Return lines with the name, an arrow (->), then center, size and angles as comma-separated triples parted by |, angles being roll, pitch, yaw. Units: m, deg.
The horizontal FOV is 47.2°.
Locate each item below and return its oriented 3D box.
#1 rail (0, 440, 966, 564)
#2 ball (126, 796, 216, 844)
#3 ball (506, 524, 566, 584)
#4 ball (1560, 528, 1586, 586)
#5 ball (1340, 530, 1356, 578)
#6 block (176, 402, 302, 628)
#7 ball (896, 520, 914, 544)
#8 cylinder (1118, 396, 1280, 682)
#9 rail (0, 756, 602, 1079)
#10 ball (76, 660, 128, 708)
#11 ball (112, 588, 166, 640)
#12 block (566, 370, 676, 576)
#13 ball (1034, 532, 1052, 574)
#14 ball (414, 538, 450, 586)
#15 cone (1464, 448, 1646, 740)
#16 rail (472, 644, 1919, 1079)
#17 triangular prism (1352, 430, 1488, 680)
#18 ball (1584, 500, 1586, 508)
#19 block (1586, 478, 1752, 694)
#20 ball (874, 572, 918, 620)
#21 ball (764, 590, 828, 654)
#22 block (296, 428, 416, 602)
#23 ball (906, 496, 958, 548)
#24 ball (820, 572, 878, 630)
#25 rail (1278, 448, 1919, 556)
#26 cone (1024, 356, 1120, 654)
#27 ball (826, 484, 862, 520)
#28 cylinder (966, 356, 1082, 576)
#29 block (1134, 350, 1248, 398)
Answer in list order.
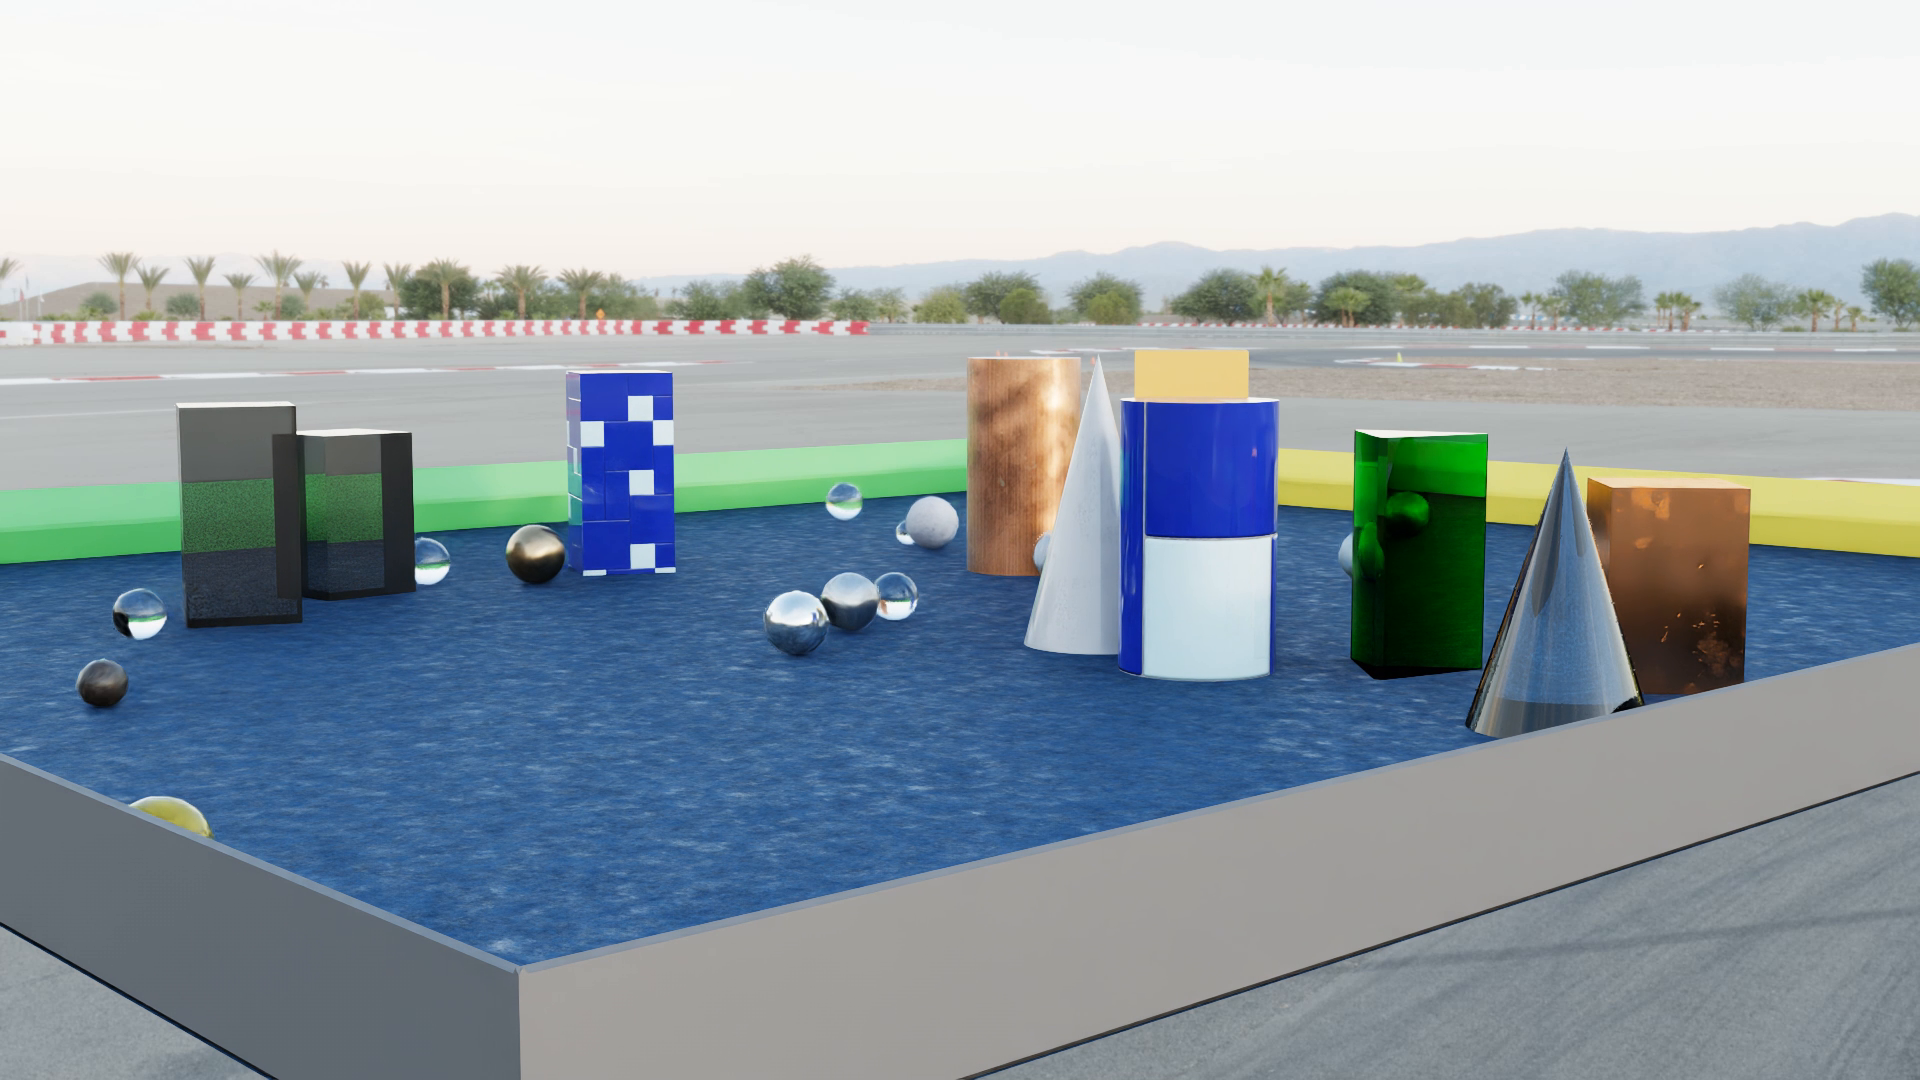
rail -> -1.022, -0.082, 4.433 | 3.403, 0.127, 0.045 | -5, 8, -42
ball -> -0.604, 0.233, 1.658 | 0.080, 0.080, 0.080 | 0, 6, 0
ball -> -0.691, 0.023, 3.580 | 0.096, 0.096, 0.096 | 0, 6, 0
ball -> 1.013, 0.028, 3.533 | 0.097, 0.097, 0.097 | 0, 6, 0
ball -> 0.665, 0.025, 3.597 | 0.089, 0.089, 0.089 | 0, 6, 0
block -> -1.038, -0.040, 3.164 | 0.156, 0.309, 0.156 | -2, 6, -21
ball -> -0.099, -0.014, 4.175 | 0.046, 0.046, 0.046 | 0, 6, 0
cylinder -> 0.294, -0.006, 2.721 | 0.195, 0.334, 0.195 | 0, 6, 0
rail -> -1.233, 0.152, 2.200 | 0.045, 0.127, 3.060 | -5, 8, -42
ball -> -0.963, 0.161, 2.470 | 0.054, 0.054, 0.054 | 0, 6, 0
ball -> -1.109, 0.101, 2.972 | 0.069, 0.069, 0.069 | 0, 6, 0
block -> -0.583, -0.119, 3.773 | 0.156, 0.339, 0.156 | -2, 6, -19
ball -> 0.162, 0.026, 3.624 | 0.082, 0.082, 0.082 | 0, 6, 0
ball -> -0.865, 0.036, 3.562 | 0.076, 0.076, 0.076 | 0, 6, 0
cone -> 0.640, 0.051, 2.336 | 0.195, 0.301, 0.195 | 0, 6, 0
rail -> 1.022, 0.148, 2.231 | 3.403, 0.127, 0.045 | -5, 8, -42
triangular prism -> 0.541, 0.012, 2.743 | 0.169, 0.293, 0.146 | -3, 7, -30
ball -> 1.211, -0.039, 4.275 | 0.075, 0.075, 0.075 | 0, 6, 0
block -> 0.837, 0.052, 2.617 | 0.156, 0.240, 0.156 | 1, 6, 6
ball -> -0.095, 0.081, 3.157 | 0.069, 0.069, 0.069 | 0, 6, 0
ball -> -0.212, 0.107, 2.845 | 0.082, 0.082, 0.082 | 0, 6, 0
block -> -0.972, -0.043, 3.463 | 0.156, 0.253, 0.156 | 5, 8, 42
ball -> -0.052, -0.032, 4.102 | 0.097, 0.097, 0.097 | 0, 6, 0
ball -> -0.154, 0.086, 3.057 | 0.081, 0.081, 0.081 | 0, 6, 0
rail -> 1.233, -0.086, 4.463 | 0.045, 0.127, 3.060 | -5, 8, -42
cone -> 0.183, -0.054, 2.924 | 0.195, 0.387, 0.195 | 0, 6, 0
ball -> -0.245, -0.081, 4.660 | 0.078, 0.078, 0.078 | 0, 6, 0
cylinder -> 0.109, -0.130, 3.766 | 0.195, 0.363, 0.195 | 0, 6, 0
block -> 0.327, -0.076, 3.126 | 0.156, 0.387, 0.156 | 1, 6, 6
